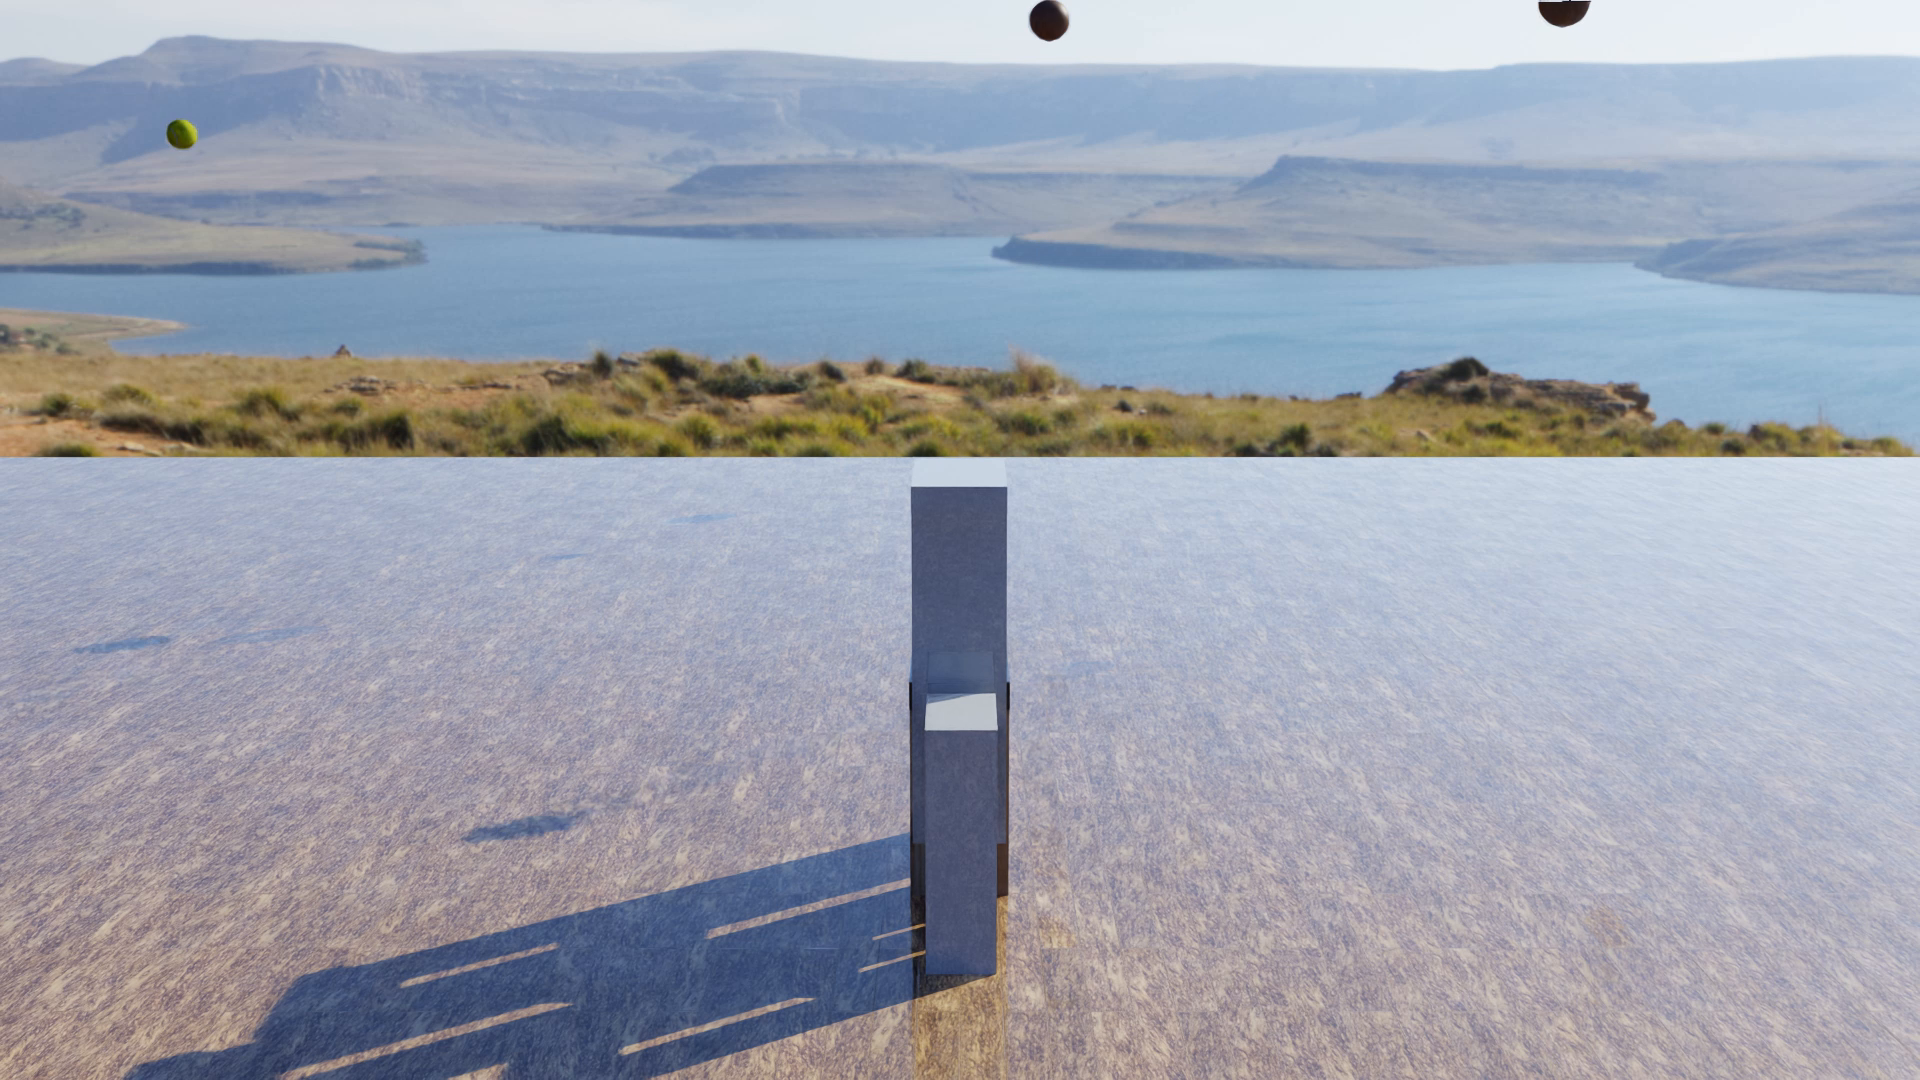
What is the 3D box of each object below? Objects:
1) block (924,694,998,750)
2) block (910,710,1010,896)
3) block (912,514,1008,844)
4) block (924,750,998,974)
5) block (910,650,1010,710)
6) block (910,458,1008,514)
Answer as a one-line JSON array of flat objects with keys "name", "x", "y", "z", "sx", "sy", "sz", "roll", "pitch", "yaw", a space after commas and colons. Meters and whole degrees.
[{"name": "block", "x": 0.002, "y": 0.275, "z": 3.335, "sx": 0.107, "sy": 0.030, "sz": 0.214, "roll": 0, "pitch": 11, "yaw": 0}, {"name": "block", "x": -0.001, "y": 0.427, "z": 3.655, "sx": 0.163, "sy": 0.327, "sz": 0.046, "roll": 0, "pitch": 11, "yaw": 0}, {"name": "block", "x": -0.001, "y": 0.216, "z": 3.488, "sx": 0.149, "sy": 0.540, "sz": 0.042, "roll": 0, "pitch": 11, "yaw": 0}, {"name": "block", "x": 0.002, "y": 0.478, "z": 3.300, "sx": 0.107, "sy": 0.356, "sz": 0.030, "roll": 0, "pitch": 11, "yaw": 0}, {"name": "block", "x": -0.001, "y": 0.223, "z": 3.728, "sx": 0.163, "sy": 0.046, "sz": 0.327, "roll": 0, "pitch": 11, "yaw": 0}, {"name": "block", "x": -0.001, "y": -0.089, "z": 3.533, "sx": 0.149, "sy": 0.042, "sz": 0.298, "roll": 0, "pitch": 11, "yaw": 0}]
